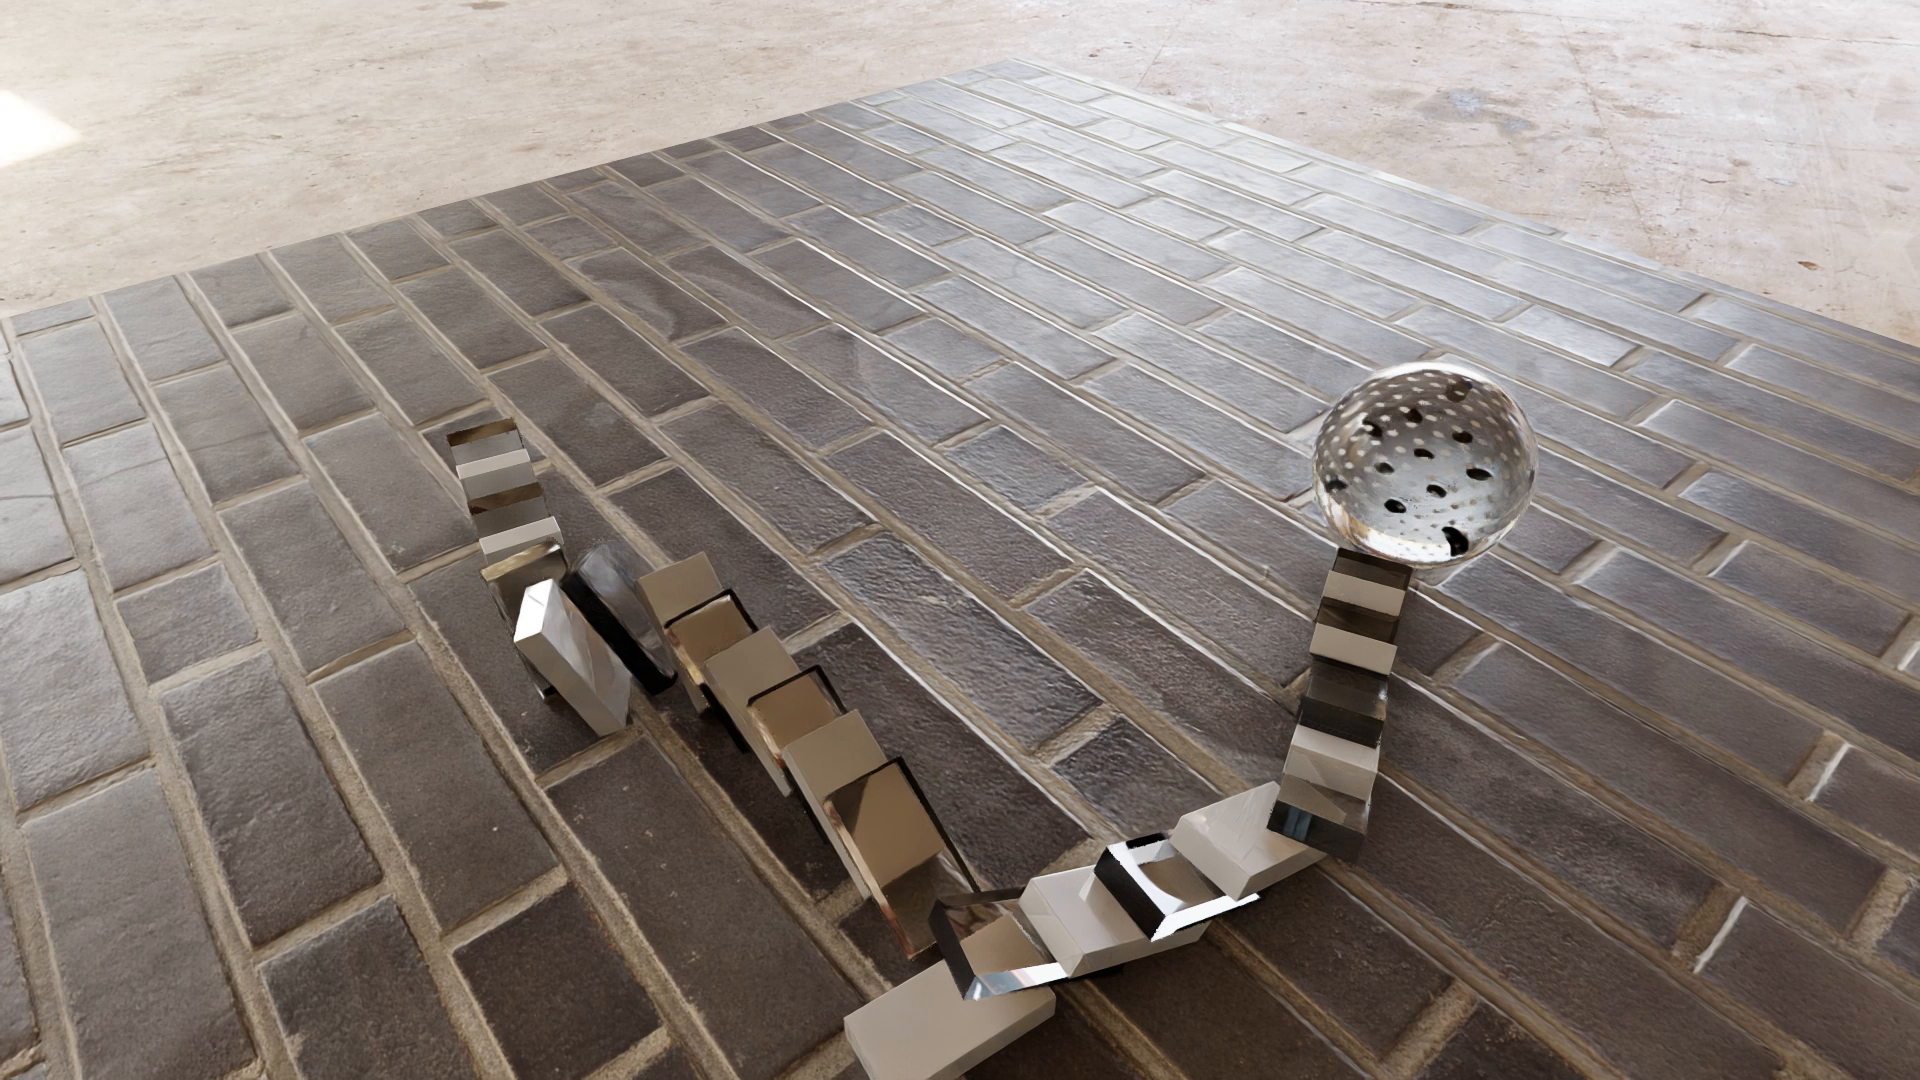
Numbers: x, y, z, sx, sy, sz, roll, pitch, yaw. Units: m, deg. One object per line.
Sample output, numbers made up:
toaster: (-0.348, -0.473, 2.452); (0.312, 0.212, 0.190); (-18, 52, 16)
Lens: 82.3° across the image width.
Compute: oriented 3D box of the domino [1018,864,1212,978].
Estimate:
domino: (0.043, 0.102, 0.303); (0.050, 0.009, 0.025); (2, 33, -38)

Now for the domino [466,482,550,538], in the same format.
domino: (-0.161, 0.004, 0.406); (0.025, 0.050, 0.010); (-19, 43, -22)

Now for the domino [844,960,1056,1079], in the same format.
domino: (-0.002, 0.126, 0.290); (0.050, 0.009, 0.025); (-22, 44, -25)

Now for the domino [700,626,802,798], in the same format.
domino: (-0.060, 0.055, 0.358); (0.025, 0.009, 0.050); (-30, 76, -31)

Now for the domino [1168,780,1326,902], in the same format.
domino: (0.087, 0.087, 0.322); (0.050, 0.009, 0.025); (-4, 33, -44)

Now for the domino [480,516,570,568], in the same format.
domino: (-0.150, 0.018, 0.390); (0.025, 0.050, 0.010); (-20, 43, -23)

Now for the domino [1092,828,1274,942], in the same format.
domino: (0.064, 0.095, 0.312); (0.050, 0.009, 0.025); (0, 33, -40)

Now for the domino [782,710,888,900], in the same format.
domino: (-0.030, 0.079, 0.331); (0.025, 0.010, 0.050); (-25, 71, -27)

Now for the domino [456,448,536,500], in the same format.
domino: (-0.172, -0.009, 0.422); (0.025, 0.050, 0.009); (-18, 43, -21)

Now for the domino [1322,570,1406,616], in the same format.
domino: (0.143, 0.021, 0.393); (0.025, 0.009, 0.050); (17, -1, 19)

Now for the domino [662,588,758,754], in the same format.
domino: (-0.075, 0.044, 0.370); (0.025, 0.009, 0.050); (-30, 80, -31)

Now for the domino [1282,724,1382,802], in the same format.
domino: (0.119, 0.065, 0.347); (0.025, 0.010, 0.050); (17, 15, 19)

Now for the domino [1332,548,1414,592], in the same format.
domino: (0.150, 0.013, 0.403); (0.025, 0.009, 0.050); (17, -1, 19)

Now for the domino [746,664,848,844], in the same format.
domino: (-0.043, 0.067, 0.345); (0.025, 0.009, 0.050); (-26, 72, -28)

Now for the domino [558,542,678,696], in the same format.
domino: (-0.114, 0.027, 0.377); (0.009, 0.050, 0.025); (-31, 19, 11)

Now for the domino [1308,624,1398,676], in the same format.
domino: (0.133, 0.037, 0.373); (0.025, 0.010, 0.050); (17, -1, 19)

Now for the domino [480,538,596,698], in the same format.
domino: (-0.141, 0.027, 0.376); (0.025, 0.050, 0.009); (-29, 36, -26)

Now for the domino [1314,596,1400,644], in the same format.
domino: (0.138, 0.029, 0.383); (0.025, 0.010, 0.050); (17, -1, 19)

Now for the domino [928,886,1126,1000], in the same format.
domino: (0.019, 0.107, 0.298); (0.050, 0.010, 0.025); (4, 32, -30)

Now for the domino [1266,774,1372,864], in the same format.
domino: (0.109, 0.078, 0.331); (0.025, 0.009, 0.050); (20, 16, 19)

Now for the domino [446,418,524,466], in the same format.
domino: (-0.184, -0.022, 0.439); (0.025, 0.050, 0.009); (-20, 43, -23)

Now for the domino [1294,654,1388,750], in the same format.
domino: (0.127, 0.052, 0.363); (0.025, 0.010, 0.050); (17, 15, 19)

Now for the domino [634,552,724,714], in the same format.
domino: (-0.090, 0.032, 0.382); (0.025, 0.009, 0.050); (-25, 82, -31)

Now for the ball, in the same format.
ball: (0.177, -0.028, 0.423); (0.080, 0.080, 0.080); (0, 39, 0)

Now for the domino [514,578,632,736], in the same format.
domino: (-0.127, 0.039, 0.363); (0.009, 0.050, 0.025); (-20, 40, 6)

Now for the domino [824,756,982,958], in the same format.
domino: (-0.016, 0.091, 0.317); (0.025, 0.009, 0.050); (-24, 70, -27)
